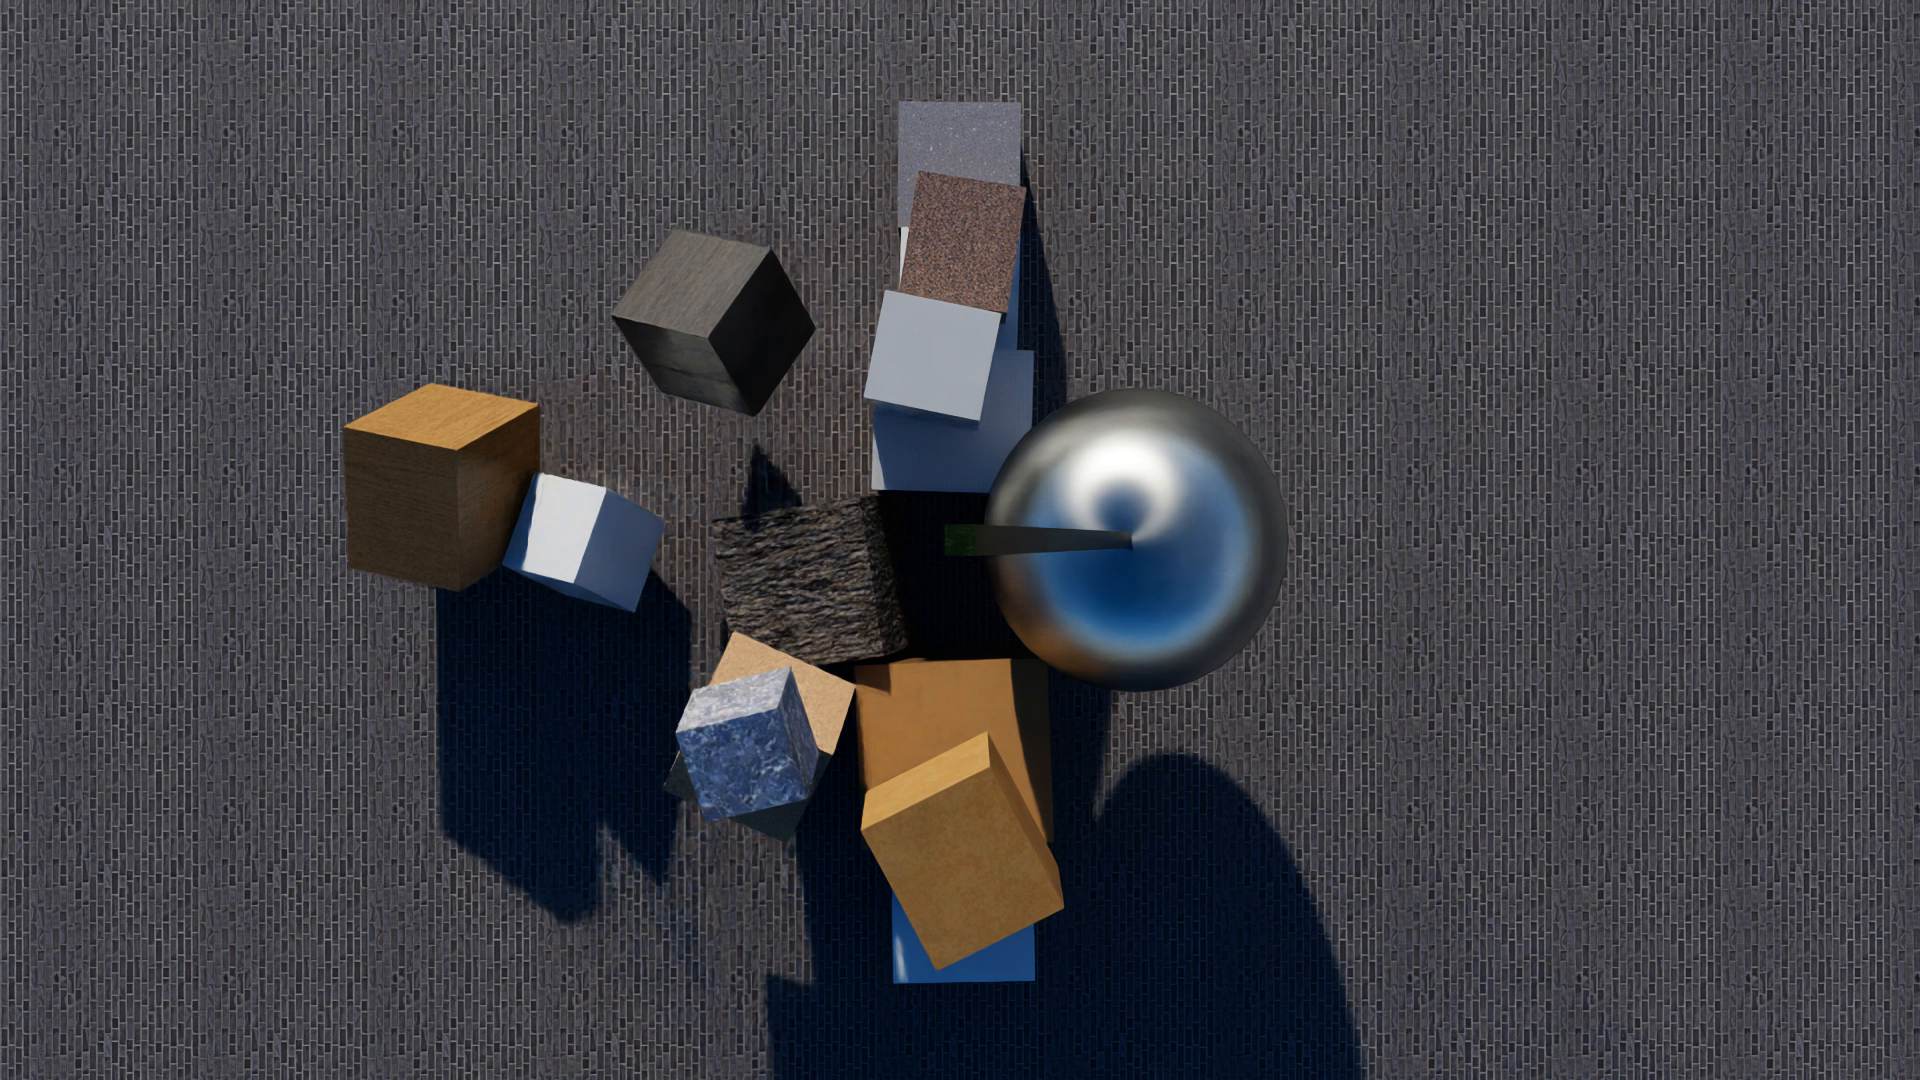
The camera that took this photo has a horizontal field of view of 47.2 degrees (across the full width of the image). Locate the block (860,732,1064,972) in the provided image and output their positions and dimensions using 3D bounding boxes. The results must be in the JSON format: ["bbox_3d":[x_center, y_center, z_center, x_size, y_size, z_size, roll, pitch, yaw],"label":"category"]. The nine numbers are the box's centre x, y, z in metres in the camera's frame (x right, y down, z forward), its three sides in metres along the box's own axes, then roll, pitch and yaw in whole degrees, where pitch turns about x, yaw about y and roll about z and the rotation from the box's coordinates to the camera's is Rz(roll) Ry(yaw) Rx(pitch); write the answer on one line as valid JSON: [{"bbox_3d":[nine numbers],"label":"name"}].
[{"bbox_3d":[0.013,1.631,11.627,0.741,0.717,0.847,-27,99,4],"label":"block"}]

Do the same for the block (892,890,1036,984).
[{"bbox_3d":[0.016,2.071,12.625,0.790,0.749,0.785,-1,90,0],"label":"block"}]

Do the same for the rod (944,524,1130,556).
[{"bbox_3d":[0.396,0.000,8.157,0.080,5.200,0.080,0,90,9],"label":"rod"}]

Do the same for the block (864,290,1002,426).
[{"bbox_3d":[-0.144,-0.963,11.761,0.618,0.596,0.572,12,90,0],"label":"block"}]

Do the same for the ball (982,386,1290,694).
[{"bbox_3d":[0.915,0.000,11.517,1.600,1.600,1.600,0,90,0],"label":"ball"}]

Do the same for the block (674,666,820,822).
[{"bbox_3d":[-1.068,1.029,11.129,0.530,0.542,0.504,-14,108,8],"label":"block"}]

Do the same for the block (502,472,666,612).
[{"bbox_3d":[-2.141,0.015,12.560,0.529,0.613,0.563,12,79,29],"label":"block"}]

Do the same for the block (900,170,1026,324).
[{"bbox_3d":[0.014,-1.587,11.993,0.586,0.600,0.674,9,90,0],"label":"block"}]

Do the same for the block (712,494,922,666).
[{"bbox_3d":[-0.794,0.246,12.449,0.849,0.951,0.872,-9,90,12],"label":"block"}]

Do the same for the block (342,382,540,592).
[{"bbox_3d":[-2.892,-0.309,12.359,0.712,0.857,0.833,12,114,17],"label":"block"}]

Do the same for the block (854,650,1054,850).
[{"bbox_3d":[-0.031,1.167,12.498,1.051,1.003,1.008,-2,90,0],"label":"block"}]

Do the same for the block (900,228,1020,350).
[{"bbox_3d":[-0.005,-1.396,12.647,0.667,0.707,0.687,2,90,0],"label":"block"}]

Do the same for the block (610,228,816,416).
[{"bbox_3d":[-1.345,-1.197,12.081,0.692,0.658,0.652,16,61,32],"label":"block"}]

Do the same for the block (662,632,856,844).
[{"bbox_3d":[-1.075,1.058,11.841,0.726,0.651,0.670,24,121,-5],"label":"block"}]

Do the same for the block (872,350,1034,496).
[{"bbox_3d":[-0.040,-0.658,12.529,0.869,0.941,0.788,2,90,0],"label":"block"}]

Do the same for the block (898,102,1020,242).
[{"bbox_3d":[-0.004,-2.100,12.658,0.683,0.684,0.707,1,90,0],"label":"block"}]
